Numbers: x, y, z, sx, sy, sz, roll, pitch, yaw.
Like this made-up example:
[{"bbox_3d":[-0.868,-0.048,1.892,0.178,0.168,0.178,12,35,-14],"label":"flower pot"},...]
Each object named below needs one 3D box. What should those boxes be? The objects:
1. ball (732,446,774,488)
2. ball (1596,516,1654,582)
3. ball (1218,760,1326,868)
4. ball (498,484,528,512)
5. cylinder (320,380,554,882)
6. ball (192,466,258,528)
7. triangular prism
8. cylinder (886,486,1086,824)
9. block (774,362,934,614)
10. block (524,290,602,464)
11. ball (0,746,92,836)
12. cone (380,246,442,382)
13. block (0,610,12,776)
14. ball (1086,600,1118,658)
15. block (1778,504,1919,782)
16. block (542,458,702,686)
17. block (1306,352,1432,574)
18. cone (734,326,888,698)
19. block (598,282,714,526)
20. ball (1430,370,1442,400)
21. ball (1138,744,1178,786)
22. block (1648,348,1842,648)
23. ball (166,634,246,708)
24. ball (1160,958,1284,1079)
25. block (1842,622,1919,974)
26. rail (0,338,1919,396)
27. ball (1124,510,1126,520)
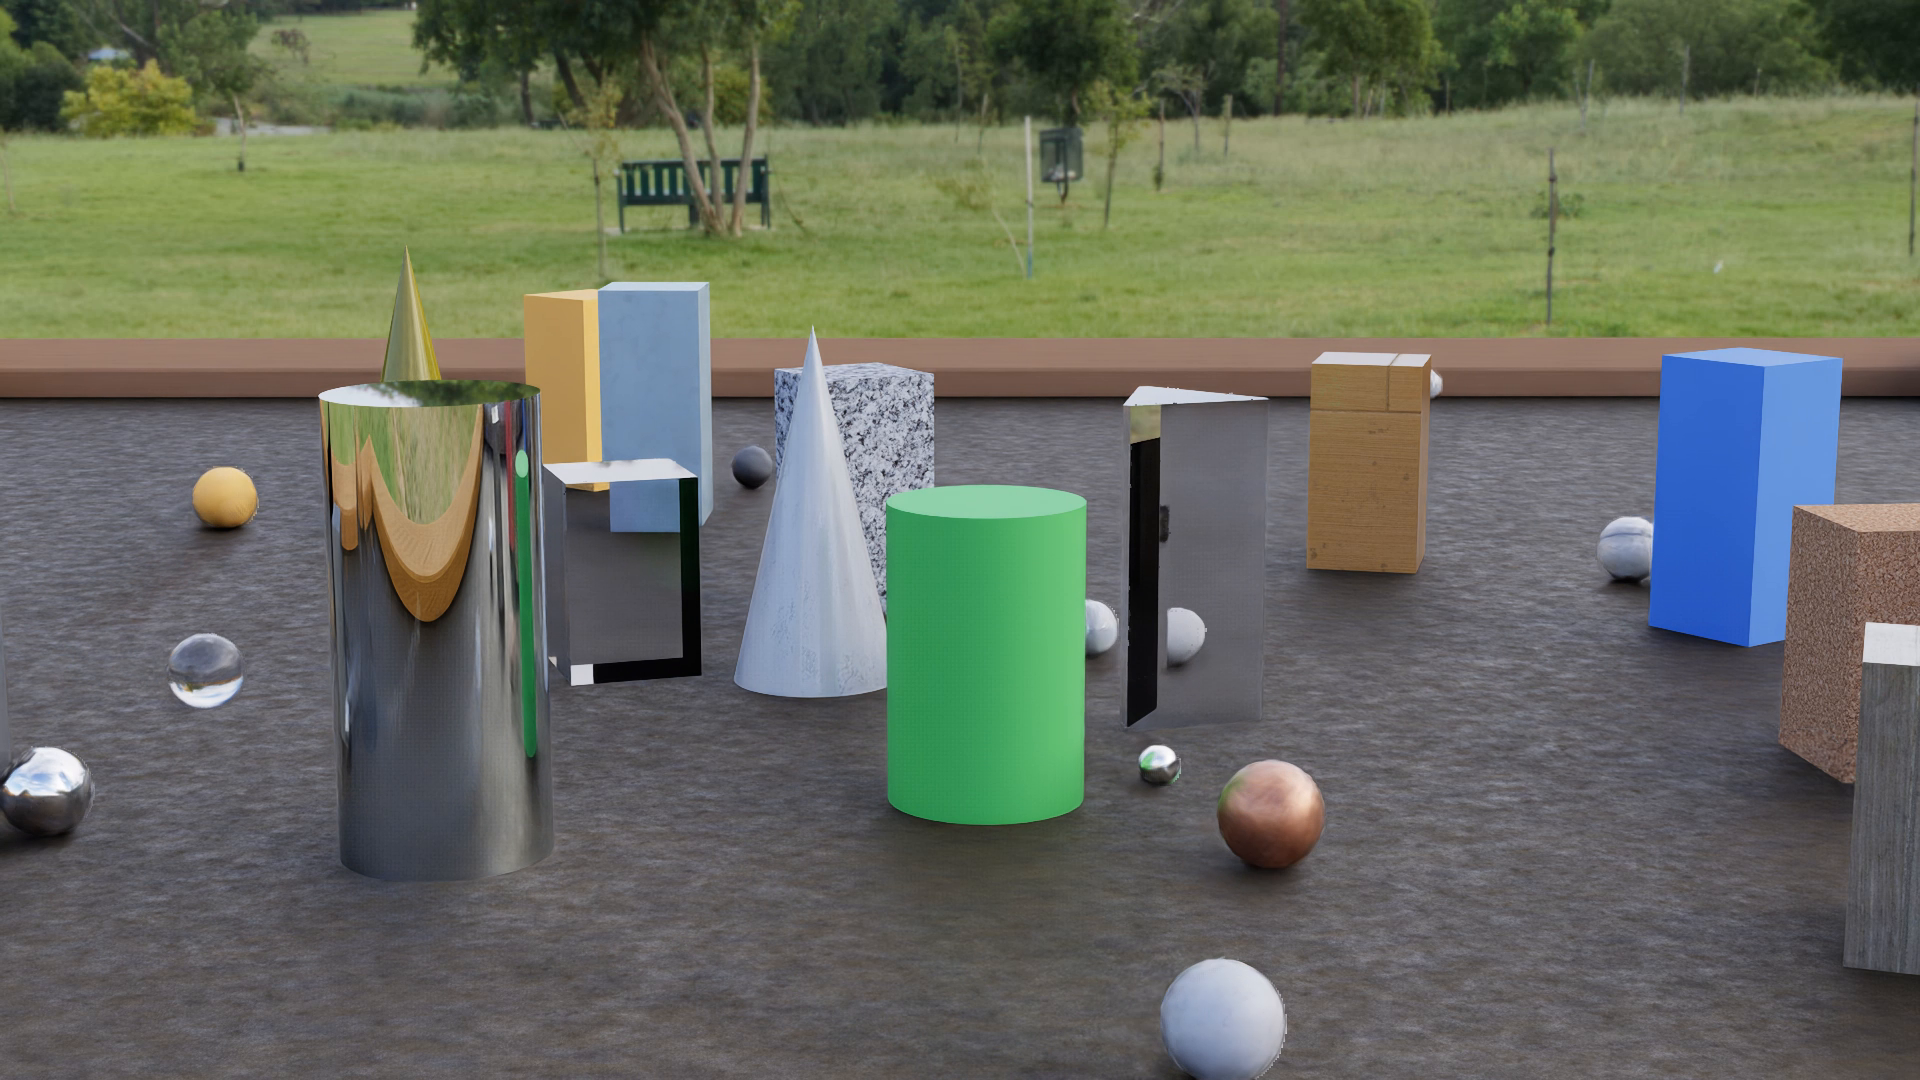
[{"bbox_3d":[-0.362,-0.128,4.480,0.072,0.072,0.072,0,10,0],"label":"ball"},{"bbox_3d":[0.956,0.013,3.659,0.094,0.094,0.094,0,10,0],"label":"ball"},{"bbox_3d":[0.286,0.252,2.356,0.099,0.099,0.099,0,10,0],"label":"ball"},{"bbox_3d":[-0.738,-0.070,4.238,0.047,0.047,0.047,0,10,0],"label":"ball"},{"bbox_3d":[-0.482,0.079,2.374,0.198,0.432,0.198,0,10,0],"label":"cylinder"},{"bbox_3d":[-1.170,-0.068,4.083,0.098,0.098,0.098,0,10,0],"label":"ball"},{"bbox_3d":[0.235,0.016,2.903,0.172,0.364,0.149,-4,11,-20],"label":"triangular prism"},{"bbox_3d":[0.026,0.110,2.562,0.198,0.302,0.198,0,10,0],"label":"cylinder"},{"bbox_3d":[-0.143,-0.069,3.481,0.159,0.320,0.159,-6,12,-30],"label":"block"},{"bbox_3d":[-0.660,-0.274,4.572,0.159,0.326,0.159,9,14,40],"label":"block"},{"bbox_3d":[-0.874,0.240,2.453,0.086,0.086,0.086,0,10,0],"label":"ball"},{"bbox_3d":[-0.867,-0.243,4.056,0.198,0.453,0.198,0,10,0],"label":"cone"},{"bbox_3d":[-1.052,0.148,2.533,0.159,0.238,0.159,0,10,1],"label":"block"},{"bbox_3d":[0.161,0.111,3.196,0.071,0.071,0.071,0,10,0],"label":"ball"},{"bbox_3d":[0.978,0.105,2.699,0.159,0.262,0.159,-1,11,-6],"label":"block"},{"bbox_3d":[-0.413,0.035,3.129,0.159,0.243,0.159,-4,11,-19],"label":"block"},{"bbox_3d":[0.605,-0.117,3.791,0.159,0.302,0.159,3,11,14],"label":"block"},{"bbox_3d":[-0.173,-0.044,3.053,0.198,0.426,0.198,0,10,0],"label":"cone"},{"bbox_3d":[-0.490,-0.222,4.151,0.159,0.377,0.159,0,10,1],"label":"block"},{"bbox_3d":[1.025,-0.342,5.648,0.068,0.068,0.068,0,10,0],"label":"ball"},{"bbox_3d":[0.203,0.230,2.628,0.042,0.042,0.042,0,10,0],"label":"ball"},{"bbox_3d":[1.018,-0.060,3.329,0.159,0.357,0.159,-7,13,-35],"label":"block"},{"bbox_3d":[-0.864,0.150,2.939,0.087,0.087,0.087,0,10,0],"label":"ball"},{"bbox_3d":[0.190,0.348,1.857,0.090,0.090,0.090,0,10,0],"label":"ball"},{"bbox_3d":[0.824,0.215,2.124,0.159,0.256,0.159,4,11,20],"label":"block"},{"bbox_3d":[-0.013,-0.380,5.681,4.380,0.129,0.045,0,10,0],"label":"rail"},{"bbox_3d":[0.286,-0.036,4.021,0.059,0.059,0.059,0,10,0],"label":"ball"}]
